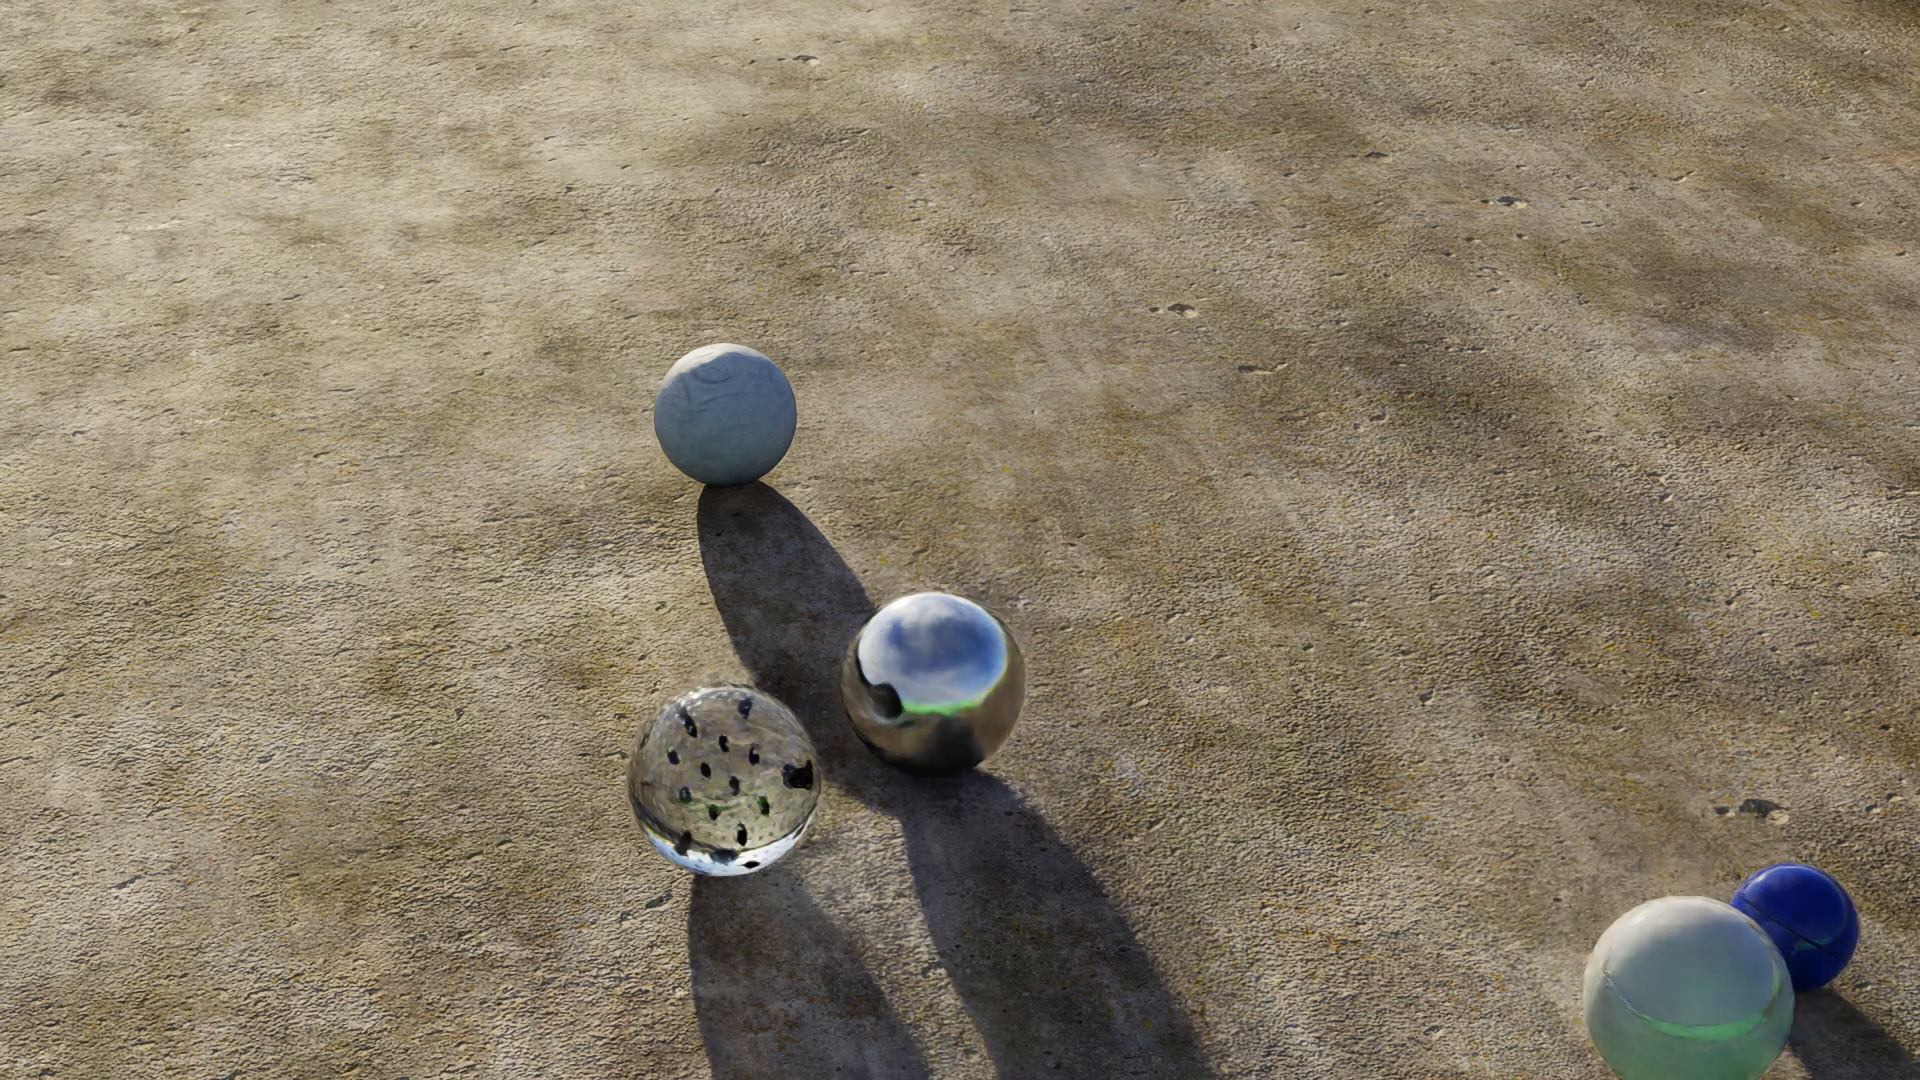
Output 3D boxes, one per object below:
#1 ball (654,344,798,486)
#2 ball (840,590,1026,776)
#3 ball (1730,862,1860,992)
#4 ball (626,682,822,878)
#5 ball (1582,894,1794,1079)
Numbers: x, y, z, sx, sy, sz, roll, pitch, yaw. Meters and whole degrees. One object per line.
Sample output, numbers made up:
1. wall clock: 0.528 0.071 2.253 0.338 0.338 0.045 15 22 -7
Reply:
1. ball: -0.148 -0.079 1.857 0.091 0.091 0.091 0 29 0
2. ball: -0.014 0.076 1.572 0.100 0.100 0.100 0 29 0
3. ball: 0.400 0.186 1.415 0.062 0.062 0.062 0 29 0
4. ball: -0.120 0.122 1.492 0.099 0.099 0.099 0 29 0
5. ball: 0.331 0.209 1.340 0.094 0.094 0.094 0 29 0
